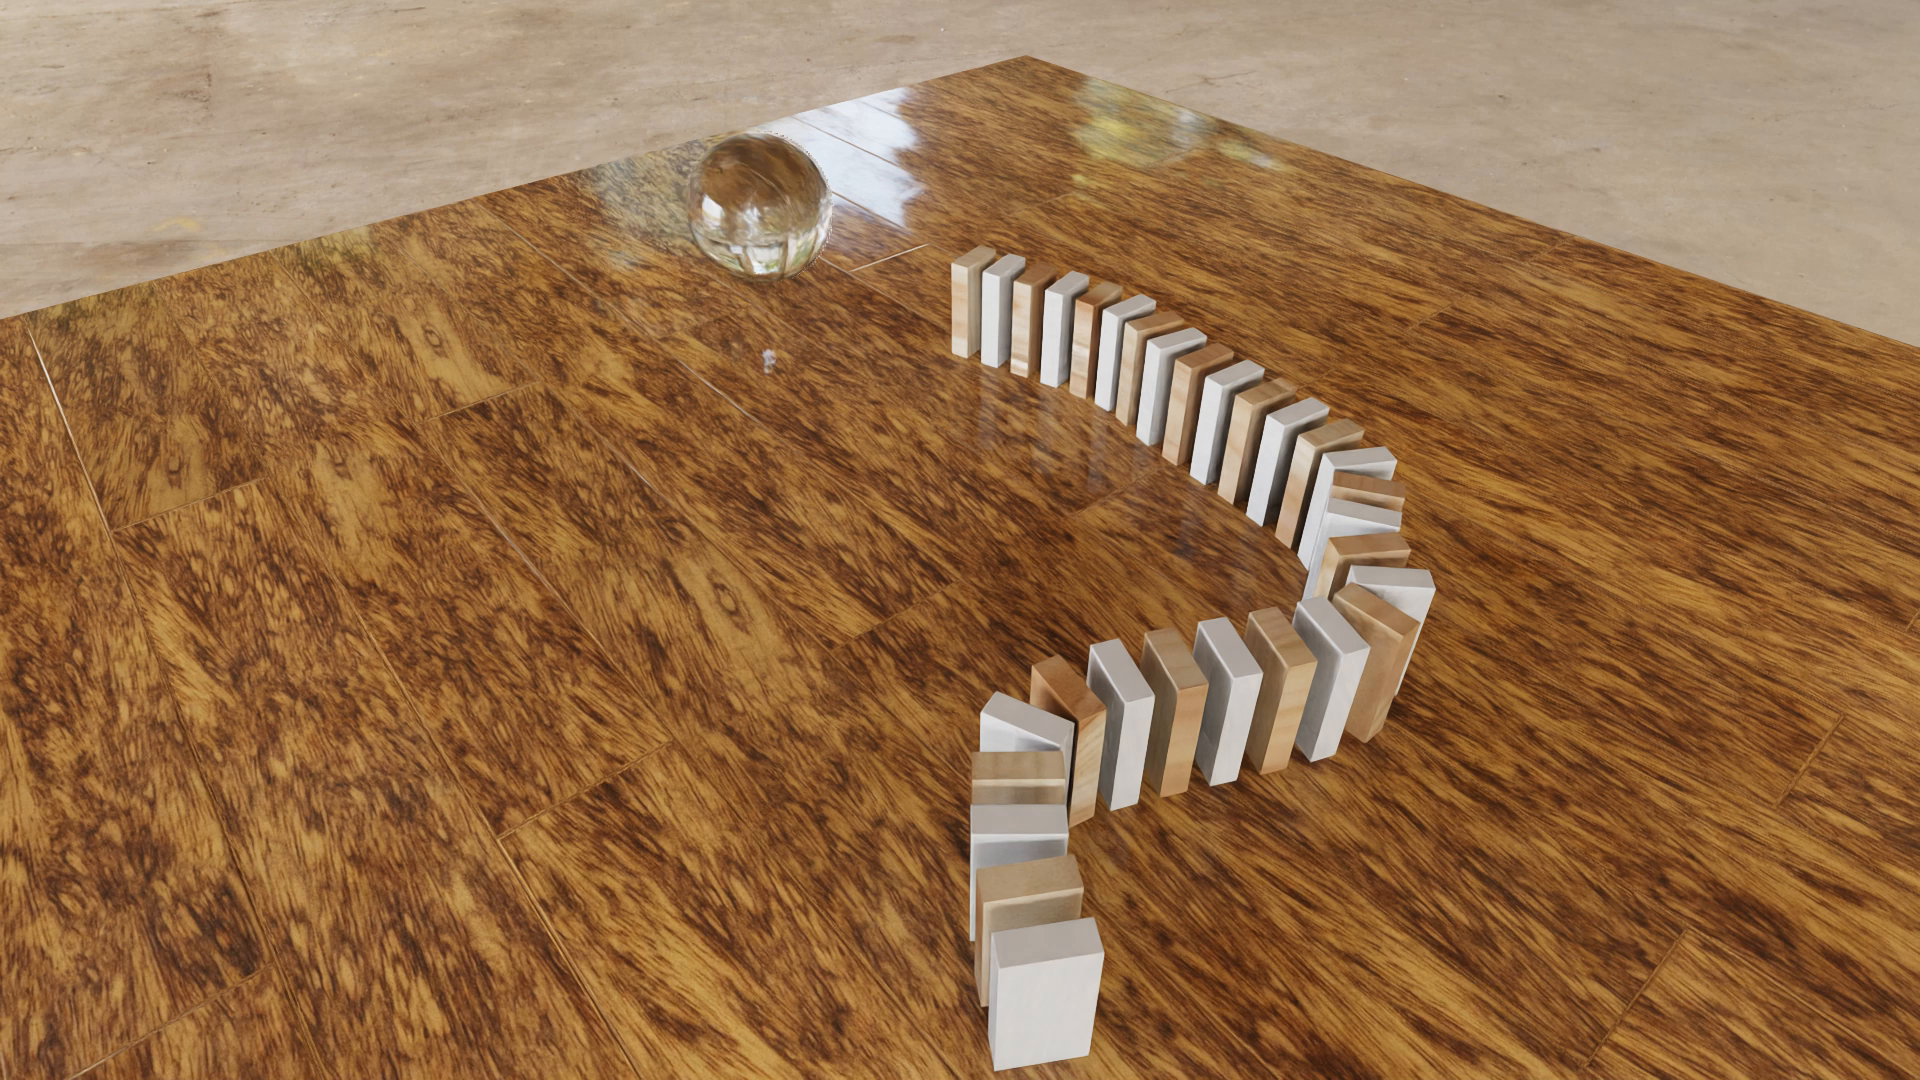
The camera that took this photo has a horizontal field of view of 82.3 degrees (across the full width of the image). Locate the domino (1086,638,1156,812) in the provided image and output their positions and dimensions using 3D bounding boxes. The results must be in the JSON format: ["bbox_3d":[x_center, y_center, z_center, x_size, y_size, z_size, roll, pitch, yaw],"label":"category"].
[{"bbox_3d":[0.048,0.058,0.341,0.009,0.050,0.025,-12,41,-14],"label":"domino"}]

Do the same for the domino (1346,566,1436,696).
[{"bbox_3d":[0.141,0.031,0.373,0.025,0.050,0.010,3,39,4],"label":"domino"}]

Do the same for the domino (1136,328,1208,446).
[{"bbox_3d":[0.095,-0.069,0.495,0.025,0.050,0.009,-19,43,-21],"label":"domino"}]

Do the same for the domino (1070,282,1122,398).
[{"bbox_3d":[0.065,-0.096,0.528,0.010,0.050,0.025,27,46,29],"label":"domino"}]

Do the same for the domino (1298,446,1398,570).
[{"bbox_3d":[0.149,-0.012,0.426,0.025,0.050,0.010,-7,40,-8],"label":"domino"}]

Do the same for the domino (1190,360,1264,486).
[{"bbox_3d":[0.114,-0.050,0.473,0.025,0.050,0.010,-24,45,-27],"label":"domino"}]

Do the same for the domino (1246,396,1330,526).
[{"bbox_3d":[0.134,-0.032,0.450,0.025,0.050,0.009,-22,44,-25],"label":"domino"}]

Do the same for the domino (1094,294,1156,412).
[{"bbox_3d":[0.078,-0.088,0.519,0.025,0.050,0.009,-28,47,-29],"label":"domino"}]

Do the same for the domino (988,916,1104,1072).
[{"bbox_3d":[0.020,0.113,0.273,0.025,0.050,0.010,-6,40,-7],"label":"domino"}]

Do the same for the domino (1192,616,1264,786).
[{"bbox_3d":[0.082,0.052,0.348,0.010,0.050,0.025,-10,40,-11],"label":"domino"}]

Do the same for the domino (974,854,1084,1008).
[{"bbox_3d":[0.017,0.102,0.286,0.025,0.050,0.010,-6,40,-8],"label":"domino"}]

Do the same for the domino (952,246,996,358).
[{"bbox_3d":[0.007,-0.121,0.559,0.009,0.050,0.025,24,45,26],"label":"domino"}]

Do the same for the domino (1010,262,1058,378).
[{"bbox_3d":[0.036,-0.109,0.544,0.009,0.050,0.025,23,44,25],"label":"domino"}]

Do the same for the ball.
[{"bbox_3d":[-0.112,-0.184,0.613,0.080,0.080,0.080,0,39,0],"label":"ball"}]

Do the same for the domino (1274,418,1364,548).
[{"bbox_3d":[0.143,-0.022,0.438,0.025,0.050,0.010,-19,43,-22],"label":"domino"}]

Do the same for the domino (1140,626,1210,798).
[{"bbox_3d":[0.065,0.054,0.345,0.009,0.050,0.025,-10,40,-12],"label":"domino"}]

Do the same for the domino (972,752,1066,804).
[{"bbox_3d":[0.016,0.080,0.313,0.025,0.050,0.009,0,39,-1],"label":"domino"}]

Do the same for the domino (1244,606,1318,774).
[{"bbox_3d":[0.099,0.049,0.352,0.009,0.050,0.025,-10,40,-12],"label":"domino"}]

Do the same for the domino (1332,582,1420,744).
[{"bbox_3d":[0.131,0.041,0.362,0.009,0.050,0.025,-28,47,-30],"label":"domino"}]

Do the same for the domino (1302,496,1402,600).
[{"bbox_3d":[0.141,0.010,0.400,0.025,0.050,0.010,14,41,16],"label":"domino"}]

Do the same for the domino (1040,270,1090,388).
[{"bbox_3d":[0.051,-0.103,0.537,0.010,0.050,0.025,24,45,26],"label":"domino"}]

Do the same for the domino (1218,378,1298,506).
[{"bbox_3d":[0.124,-0.041,0.462,0.025,0.050,0.009,-22,44,-25],"label":"domino"}]

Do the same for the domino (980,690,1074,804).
[{"bbox_3d":[0.019,0.069,0.327,0.025,0.050,0.010,20,43,22],"label":"domino"}]

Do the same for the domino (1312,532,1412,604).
[{"bbox_3d":[0.138,0.020,0.386,0.025,0.050,0.010,-5,40,-6],"label":"domino"}]

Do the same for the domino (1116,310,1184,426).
[{"bbox_3d":[0.087,-0.079,0.508,0.025,0.050,0.009,-18,43,-20],"label":"domino"}]

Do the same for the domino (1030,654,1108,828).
[{"bbox_3d":[0.032,0.062,0.336,0.010,0.050,0.025,-20,43,-22],"label":"domino"}]

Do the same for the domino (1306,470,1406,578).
[{"bbox_3d":[0.148,-0.001,0.412,0.025,0.050,0.009,12,41,14],"label":"domino"}]

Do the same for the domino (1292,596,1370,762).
[{"bbox_3d":[0.116,0.045,0.356,0.009,0.050,0.025,-13,41,-15],"label":"domino"}]

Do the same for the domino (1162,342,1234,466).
[{"bbox_3d":[0.104,-0.059,0.484,0.025,0.050,0.009,-24,45,-26],"label":"domino"}]

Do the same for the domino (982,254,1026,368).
[{"bbox_3d":[0.022,-0.115,0.552,0.009,0.050,0.025,22,44,25],"label":"domino"}]

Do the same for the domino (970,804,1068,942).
[{"bbox_3d":[0.015,0.091,0.300,0.025,0.050,0.010,0,39,0],"label":"domino"}]
